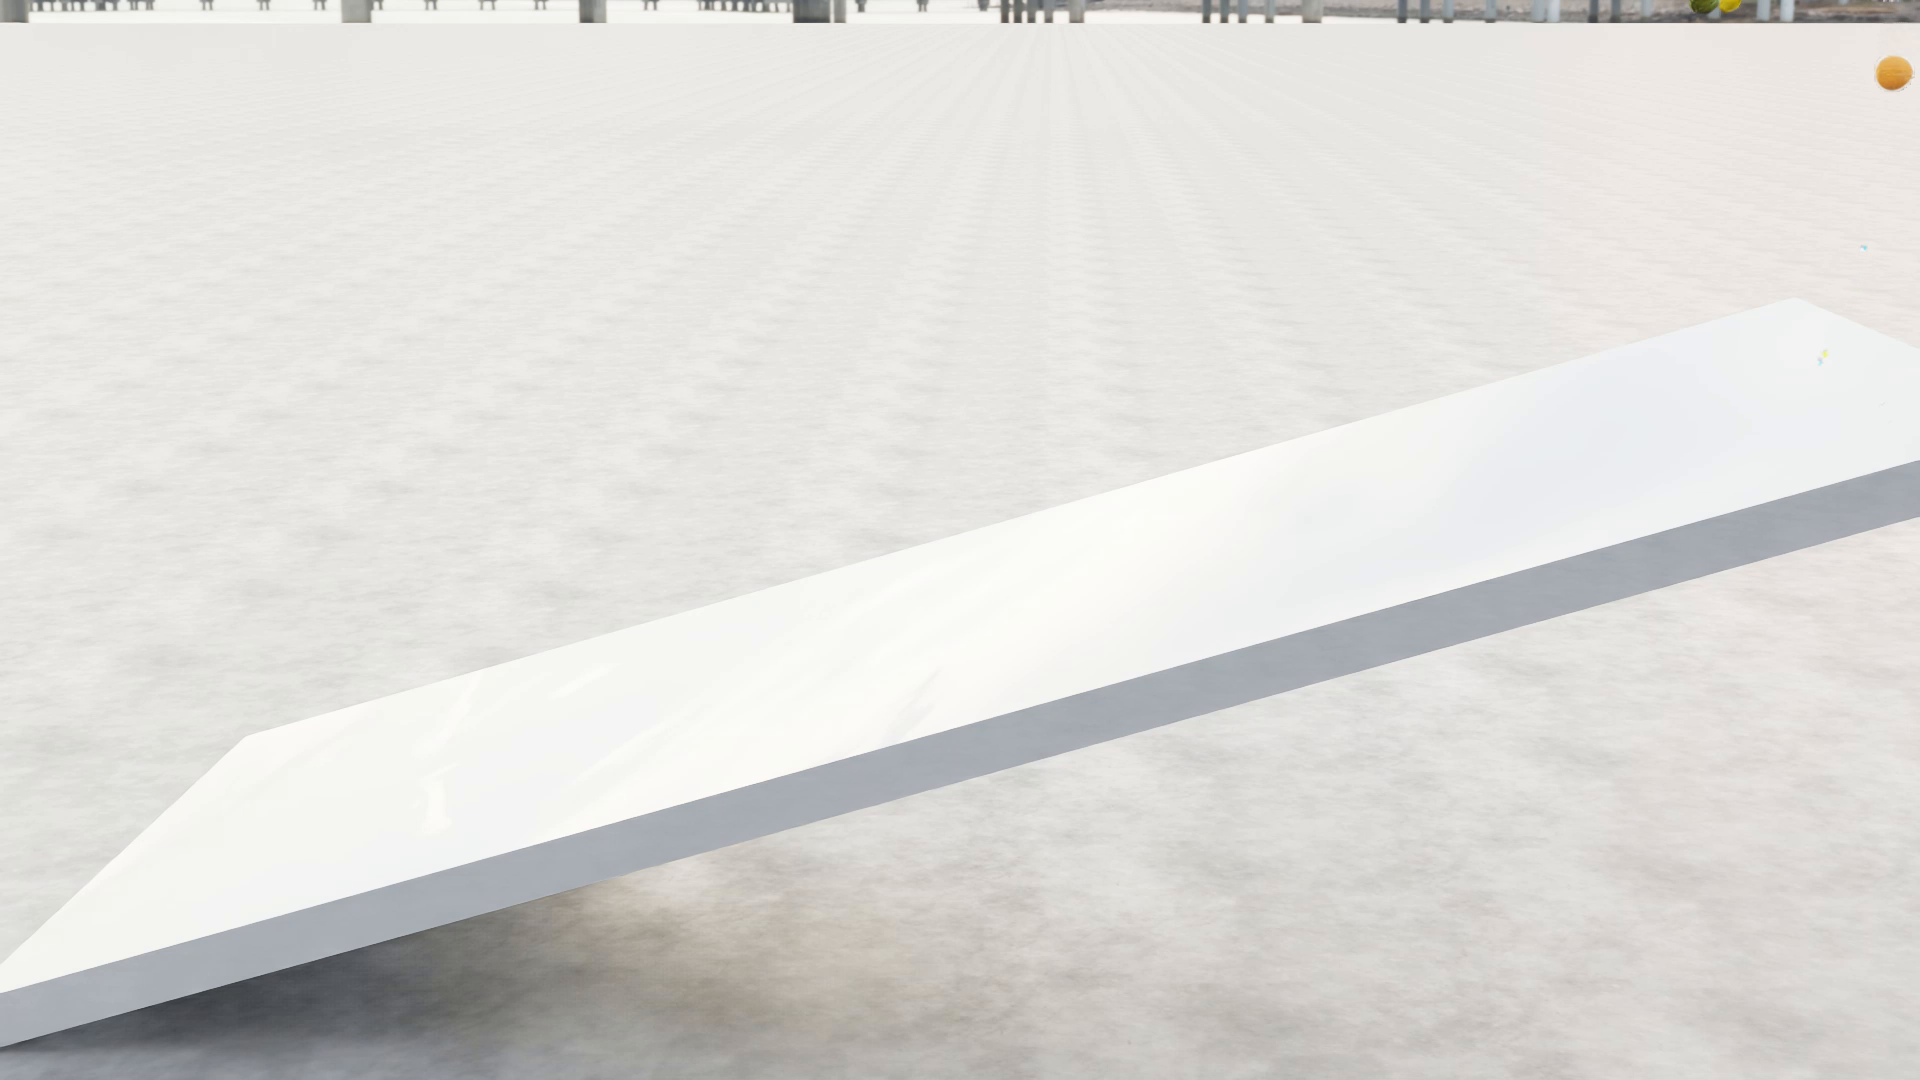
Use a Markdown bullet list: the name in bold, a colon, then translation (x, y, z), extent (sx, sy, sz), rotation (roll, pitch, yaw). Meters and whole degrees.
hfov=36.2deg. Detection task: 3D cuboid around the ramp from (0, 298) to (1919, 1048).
- **ramp**: translation (0.090, 0.187, 6.320), extent (4.000, 0.100, 2.000), rotation (-16, 10, 5)
